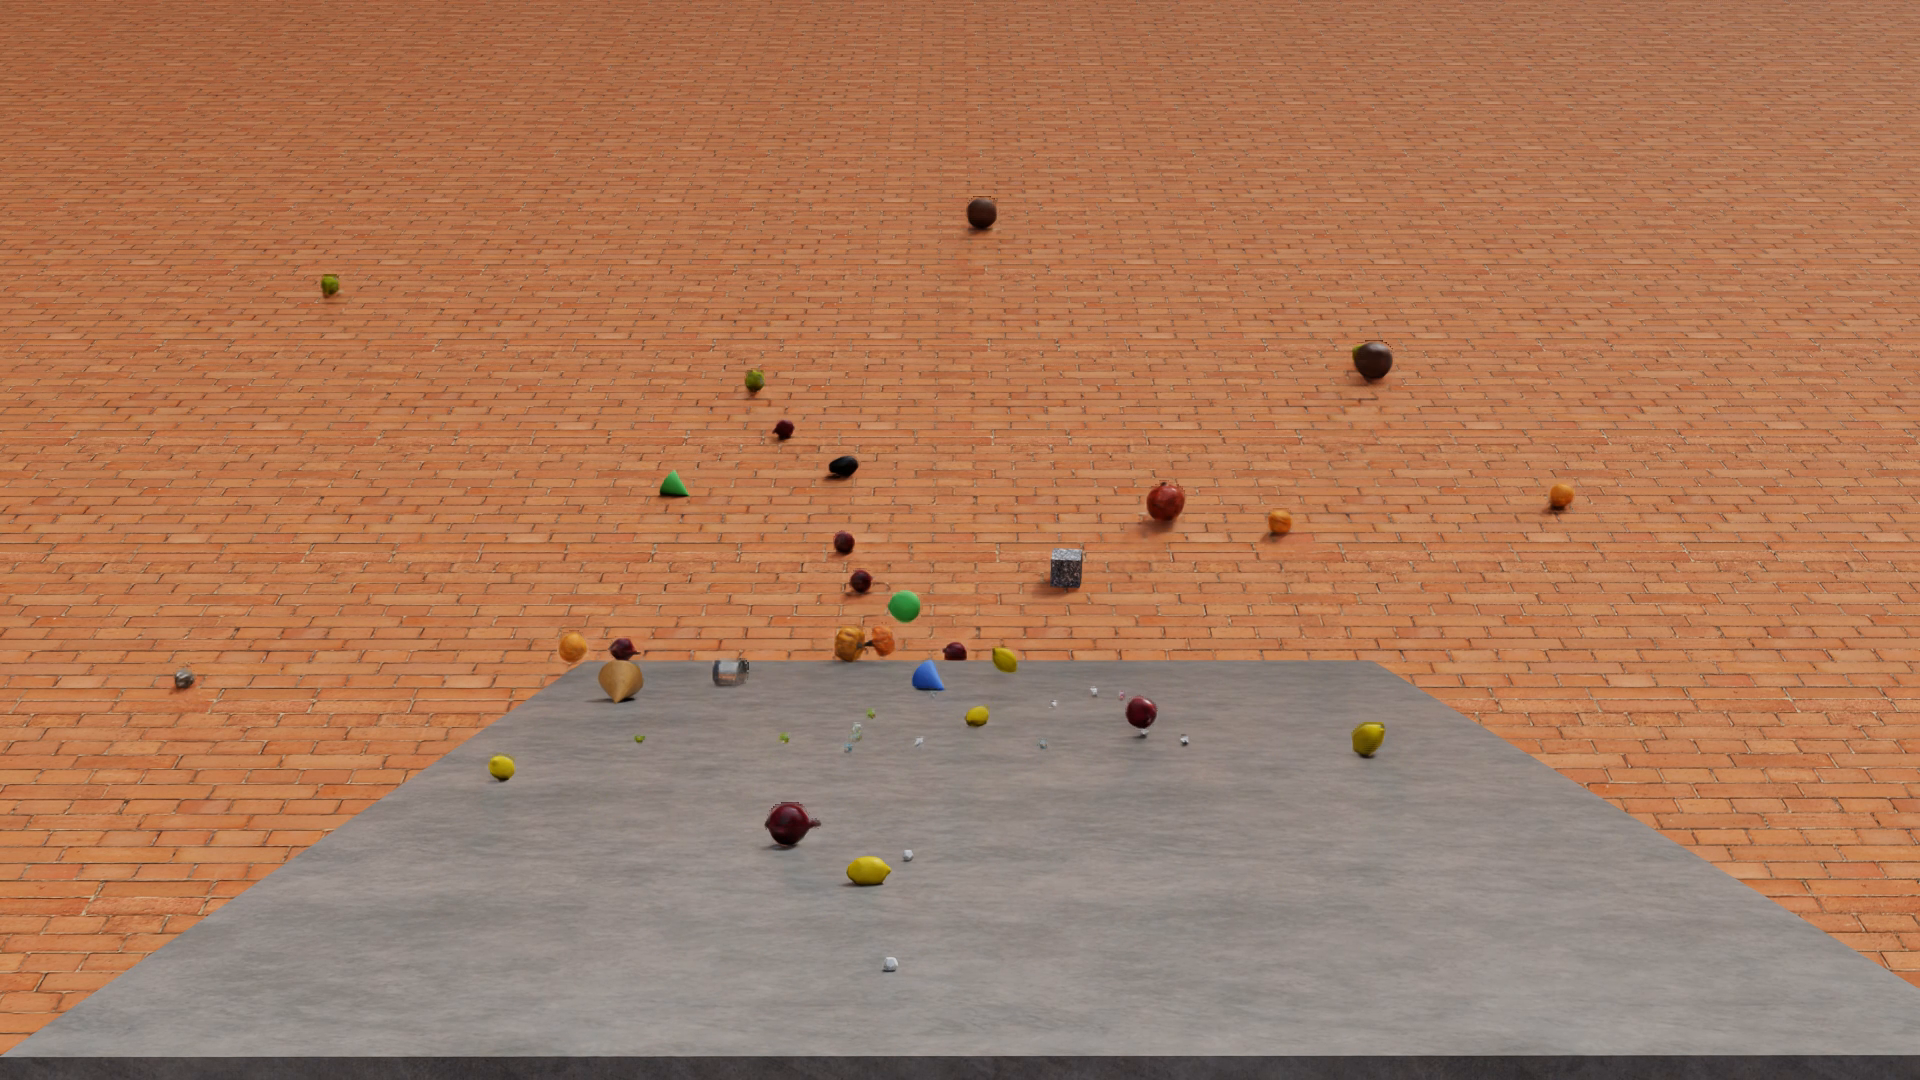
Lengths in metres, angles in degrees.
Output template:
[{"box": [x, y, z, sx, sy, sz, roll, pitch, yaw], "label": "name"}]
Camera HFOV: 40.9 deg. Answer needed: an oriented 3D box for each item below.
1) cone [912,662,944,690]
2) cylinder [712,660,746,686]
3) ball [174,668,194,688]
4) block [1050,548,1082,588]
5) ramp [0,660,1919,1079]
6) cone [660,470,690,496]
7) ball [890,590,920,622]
[{"box": [-0.059, 0.324, 5.852, 0.071, 0.071, 0.071, -20, 43, -40], "label": "cone"}, {"box": [-0.532, 0.307, 5.936, 0.059, 0.059, 0.059, 1, 21, 17], "label": "cylinder"}, {"box": [-1.989, 0.355, 6.593, 0.050, 0.050, 0.050, 0, 22, 0], "label": "ball"}, {"box": [0.300, 0.079, 7.241, 0.082, 0.082, 0.082, 2, 22, 6], "label": "block"}, {"box": [0.050, 0.457, 4.533, 2.000, 0.100, 4.000, 0, 3, 0], "label": "ramp"}, {"box": [-0.863, -0.156, 7.889, 0.085, 0.085, 0.085, 33, 29, 7], "label": "cone"}, {"box": [-0.142, 0.171, 6.622, 0.082, 0.082, 0.082, 0, 22, 0], "label": "ball"}]
